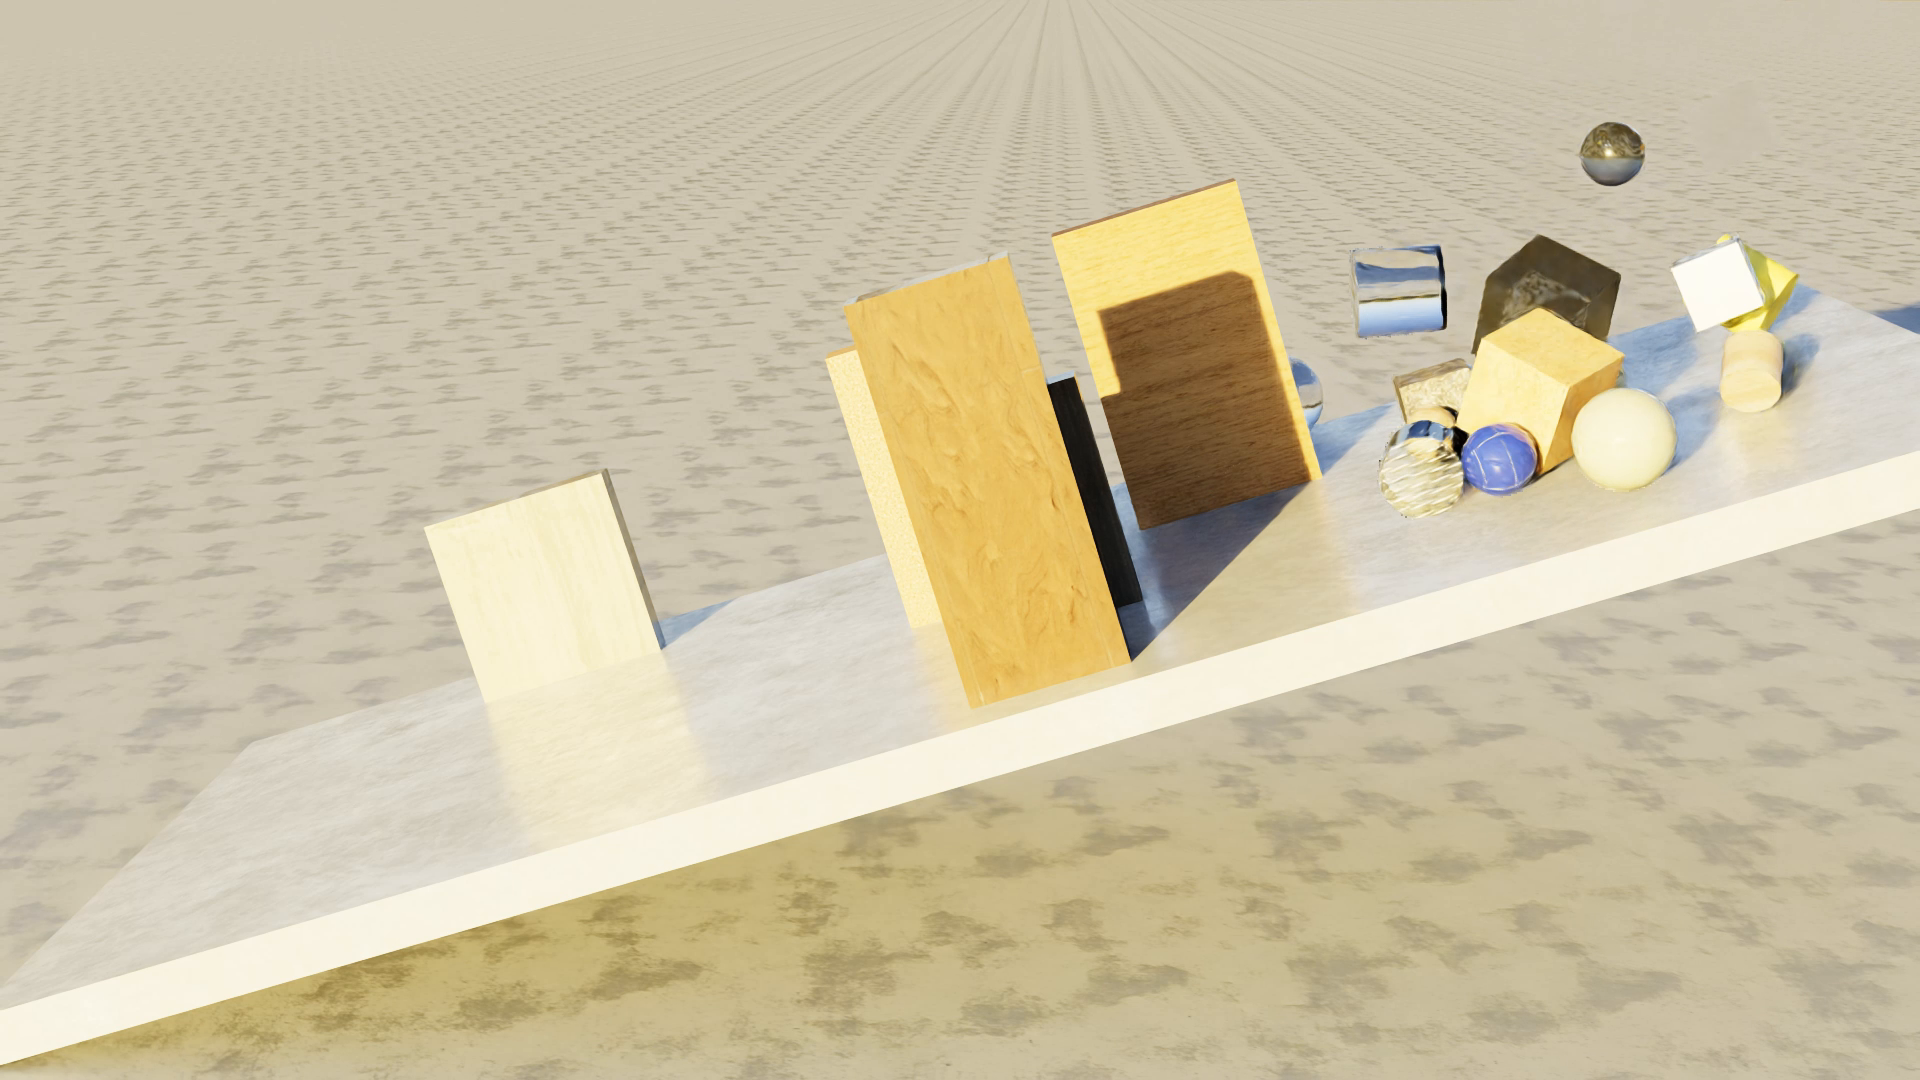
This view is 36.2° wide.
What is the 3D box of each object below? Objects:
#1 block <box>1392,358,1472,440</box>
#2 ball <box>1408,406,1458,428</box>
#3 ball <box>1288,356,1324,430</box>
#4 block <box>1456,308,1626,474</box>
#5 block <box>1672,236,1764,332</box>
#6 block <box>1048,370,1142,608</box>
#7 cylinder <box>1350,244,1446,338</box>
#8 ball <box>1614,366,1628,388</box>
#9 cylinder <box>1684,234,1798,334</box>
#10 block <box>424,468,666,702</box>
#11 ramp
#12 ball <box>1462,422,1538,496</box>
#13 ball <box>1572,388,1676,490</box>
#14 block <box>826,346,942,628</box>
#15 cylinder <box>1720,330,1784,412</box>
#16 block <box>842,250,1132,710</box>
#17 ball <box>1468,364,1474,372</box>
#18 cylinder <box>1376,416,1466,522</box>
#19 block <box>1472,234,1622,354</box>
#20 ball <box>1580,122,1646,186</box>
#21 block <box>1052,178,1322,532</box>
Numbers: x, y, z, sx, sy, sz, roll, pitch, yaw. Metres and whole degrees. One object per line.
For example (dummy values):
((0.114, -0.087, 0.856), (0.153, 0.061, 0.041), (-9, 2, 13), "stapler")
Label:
((1.063, -0.295, 6.513), (0.159, 0.159, 0.159), (-16, 10, 6), "block")
((1.024, -0.235, 6.383), (0.114, 0.114, 0.114), (0, 11, 0), "ball")
((0.776, -0.342, 7.113), (0.207, 0.207, 0.207), (0, 11, 0), "ball")
((1.165, -0.301, 5.908), (0.210, 0.210, 0.210), (34, 42, 29), "block")
((1.624, -0.550, 6.298), (0.146, 0.146, 0.146), (-23, 5, 19), "block")
((0.111, -0.054, 5.930), (0.393, 0.475, 0.093), (-17, 10, 5), "block")
((0.963, -0.547, 6.460), (0.190, 0.190, 0.190), (-5, 11, 4), "cylinder")
((1.359, -0.339, 6.288), (0.131, 0.131, 0.131), (0, 11, 0), "ball")
((1.731, -0.556, 6.520), (0.178, 0.178, 0.178), (34, 24, 19), "cylinder")
((-0.985, 0.108, 6.996), (0.442, 0.445, 0.090), (-17, 10, 5), "block")
((0.096, 0.185, 6.315), (4.000, 0.100, 2.000), (-17, 10, 5), "ramp")
((1.065, -0.160, 5.811), (0.147, 0.147, 0.147), (0, 11, 0), "ball")
((1.250, -0.191, 5.539), (0.194, 0.194, 0.194), (0, 11, 0), "ball")
((-0.016, -0.159, 6.314), (0.372, 0.611, 0.109), (-17, 10, 5), "block")
((1.575, -0.336, 5.851), (0.117, 0.117, 0.117), (3, 47, 15), "cylinder")
((0.054, -0.109, 5.434), (0.310, 0.785, 0.113), (-17, 10, 5), "block")
((1.129, -0.335, 6.678), (0.137, 0.137, 0.137), (0, 11, 0), "ball")
((0.930, -0.143, 5.906), (0.164, 0.164, 0.164), (4, 24, 18), "cylinder")
((1.216, -0.469, 6.099), (0.201, 0.201, 0.201), (31, 50, 27), "block")
((1.275, -0.754, 5.746), (0.126, 0.126, 0.126), (0, 11, 0), "ball")
((0.506, -0.412, 6.568), (0.423, 0.689, 0.096), (-17, 10, 5), "block")
